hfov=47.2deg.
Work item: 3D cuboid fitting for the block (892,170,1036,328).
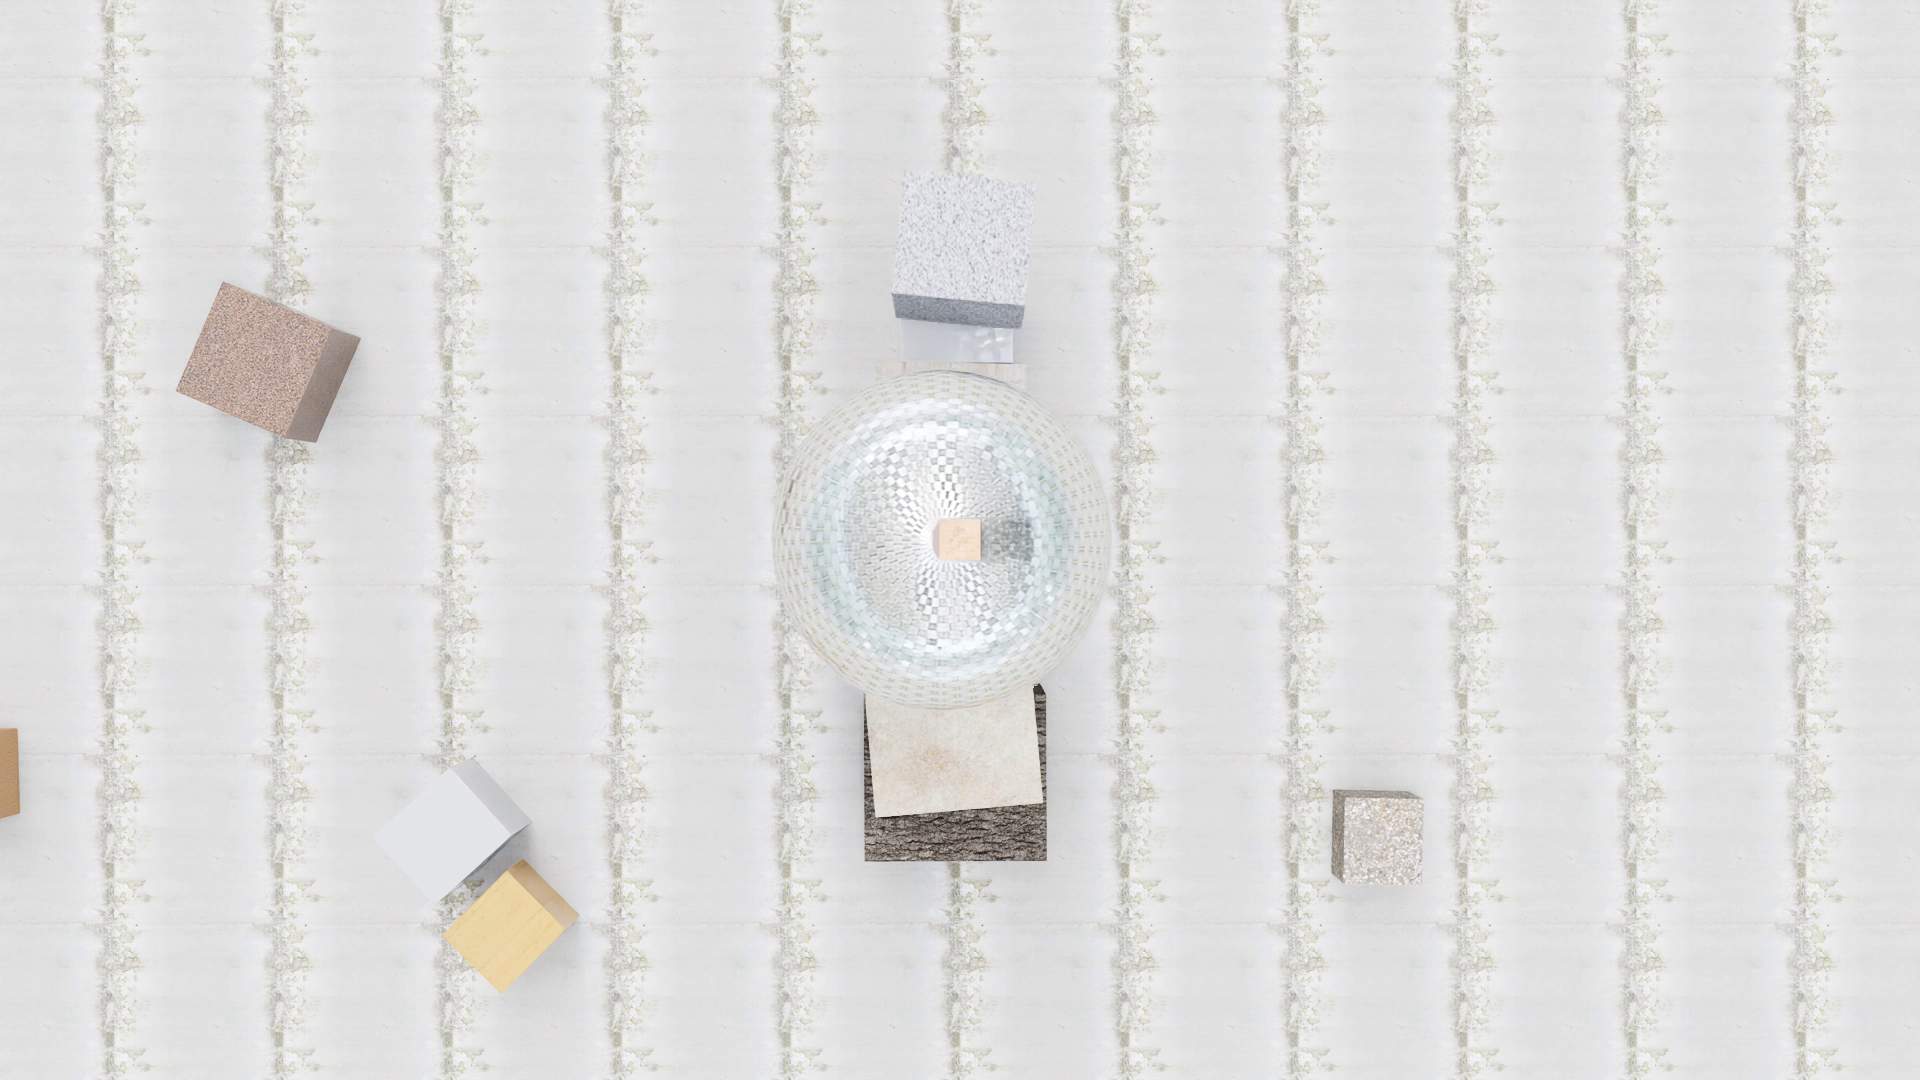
[{"bbox_3d":[0.022,-1.578,12.027,0.710,0.738,0.664,5,86,0],"label":"block"}]

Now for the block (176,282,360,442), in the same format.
[{"bbox_3d":[-3.981,-1.017,12.698,0.672,0.603,0.676,23,90,0],"label":"block"}]

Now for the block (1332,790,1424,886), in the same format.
[{"bbox_3d":[2.425,1.725,12.793,0.451,0.414,0.492,1,90,0],"label":"block"}]

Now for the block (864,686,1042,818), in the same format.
[{"bbox_3d":[-0.044,0.940,11.735,0.868,0.745,0.915,-5,90,0],"label":"block"}]

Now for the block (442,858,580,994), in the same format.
[{"bbox_3d":[-2.598,2.235,12.762,0.475,0.476,0.520,45,90,0],"label":"block"}]

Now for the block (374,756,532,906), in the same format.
[{"bbox_3d":[-2.922,1.672,12.707,0.588,0.587,0.519,-42,90,0],"label":"block"}]

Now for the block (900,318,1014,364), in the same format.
[{"bbox_3d":[-0.016,-1.371,12.704,0.634,0.592,0.739,0,90,0],"label":"block"}]

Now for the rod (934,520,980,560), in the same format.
[{"bbox_3d":[-0.037,0.000,6.908,0.080,5.200,0.080,0,90,-1],"label":"rod"}]

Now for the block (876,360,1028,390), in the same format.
[{"bbox_3d":[-0.056,-0.528,12.541,0.833,0.919,0.896,1,90,0],"label":"block"}]

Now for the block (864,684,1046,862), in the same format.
[{"bbox_3d":[-0.026,1.311,12.554,1.004,0.892,0.917,0,90,0],"label":"block"}]

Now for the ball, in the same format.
[{"bbox_3d":[-0.085,0.000,10.308,1.600,1.600,1.600,0,90,0],"label":"ball"}]

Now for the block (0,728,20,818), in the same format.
[{"bbox_3d":[-5.856,1.372,12.687,0.585,0.626,0.503,-2,90,0],"label":"block"}]
